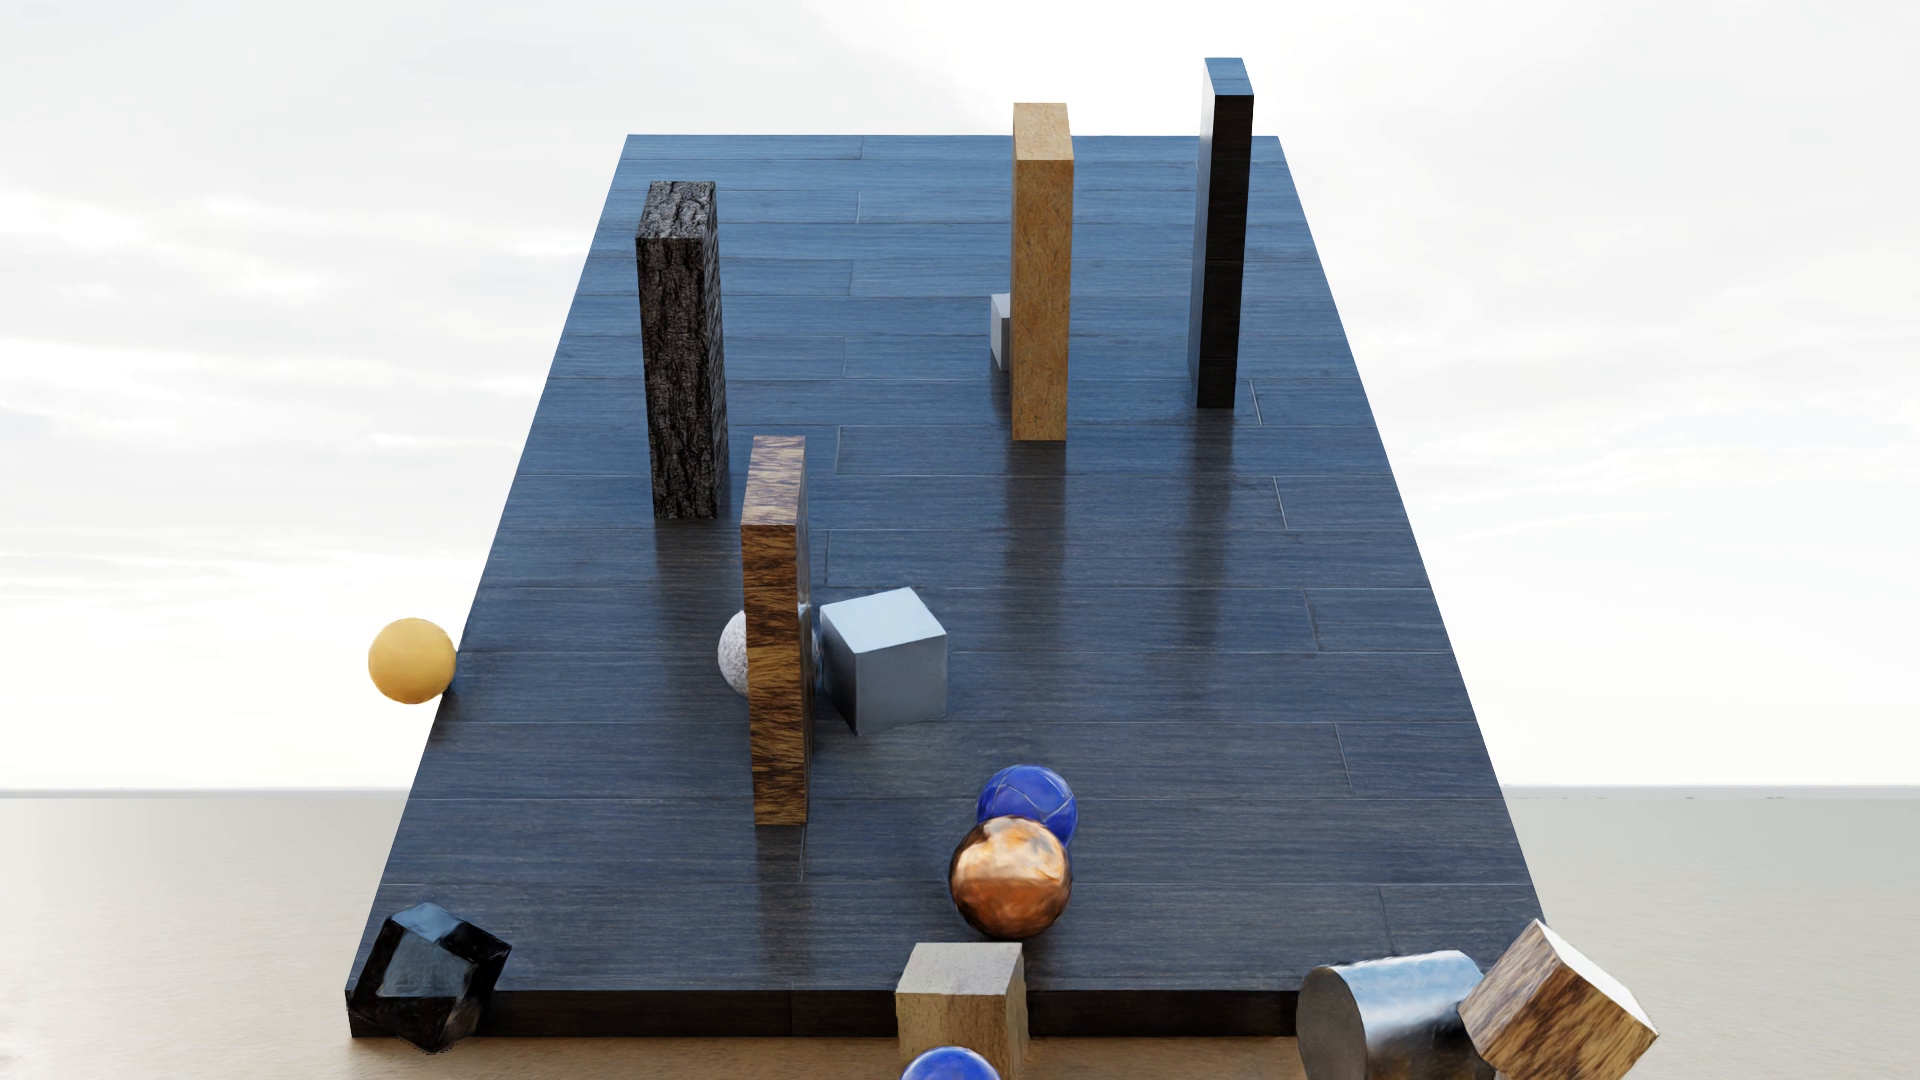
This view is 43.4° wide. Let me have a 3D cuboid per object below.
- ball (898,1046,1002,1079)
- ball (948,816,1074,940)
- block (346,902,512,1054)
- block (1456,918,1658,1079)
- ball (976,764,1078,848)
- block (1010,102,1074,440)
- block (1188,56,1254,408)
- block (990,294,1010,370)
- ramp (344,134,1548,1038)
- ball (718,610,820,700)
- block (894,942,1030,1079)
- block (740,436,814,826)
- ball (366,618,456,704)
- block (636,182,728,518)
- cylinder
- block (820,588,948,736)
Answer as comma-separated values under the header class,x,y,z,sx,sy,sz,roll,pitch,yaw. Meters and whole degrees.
class,x,y,z,sx,sy,sz,roll,pitch,yaw
ball,-0.011,0.619,2.647,0.124,0.124,0.124,0,-6,0
ball,0.085,0.564,4.026,0.208,0.208,0.208,0,-6,0
block,-0.830,0.684,3.783,0.156,0.156,0.156,26,6,11
block,0.711,0.576,2.881,0.148,0.148,0.148,38,9,-6
ball,0.116,0.479,4.205,0.178,0.178,0.178,0,-6,0
block,0.186,-0.627,5.628,0.125,0.692,0.375,0,30,0
block,0.613,-0.722,5.705,0.090,0.783,0.264,0,30,0
block,0.160,-0.521,5.995,0.143,0.143,0.143,-4,30,-8
ramp,-0.013,-0.212,5.698,2.000,0.100,4.000,0,30,0
ball,-0.369,0.218,4.644,0.195,0.195,0.195,0,-6,0
block,0.005,0.650,3.288,0.149,0.149,0.149,-1,17,11
block,-0.322,0.163,4.314,0.091,0.618,0.325,0,30,0
ball,-1.063,0.235,4.676,0.170,0.170,0.170,0,-6,0
block,-0.603,-0.415,5.279,0.139,0.663,0.320,0,30,0
cylinder,0.553,0.623,3.055,0.186,0.186,0.186,-3,-5,-20
block,-0.146,0.232,4.629,0.186,0.186,0.186,-12,32,-20
